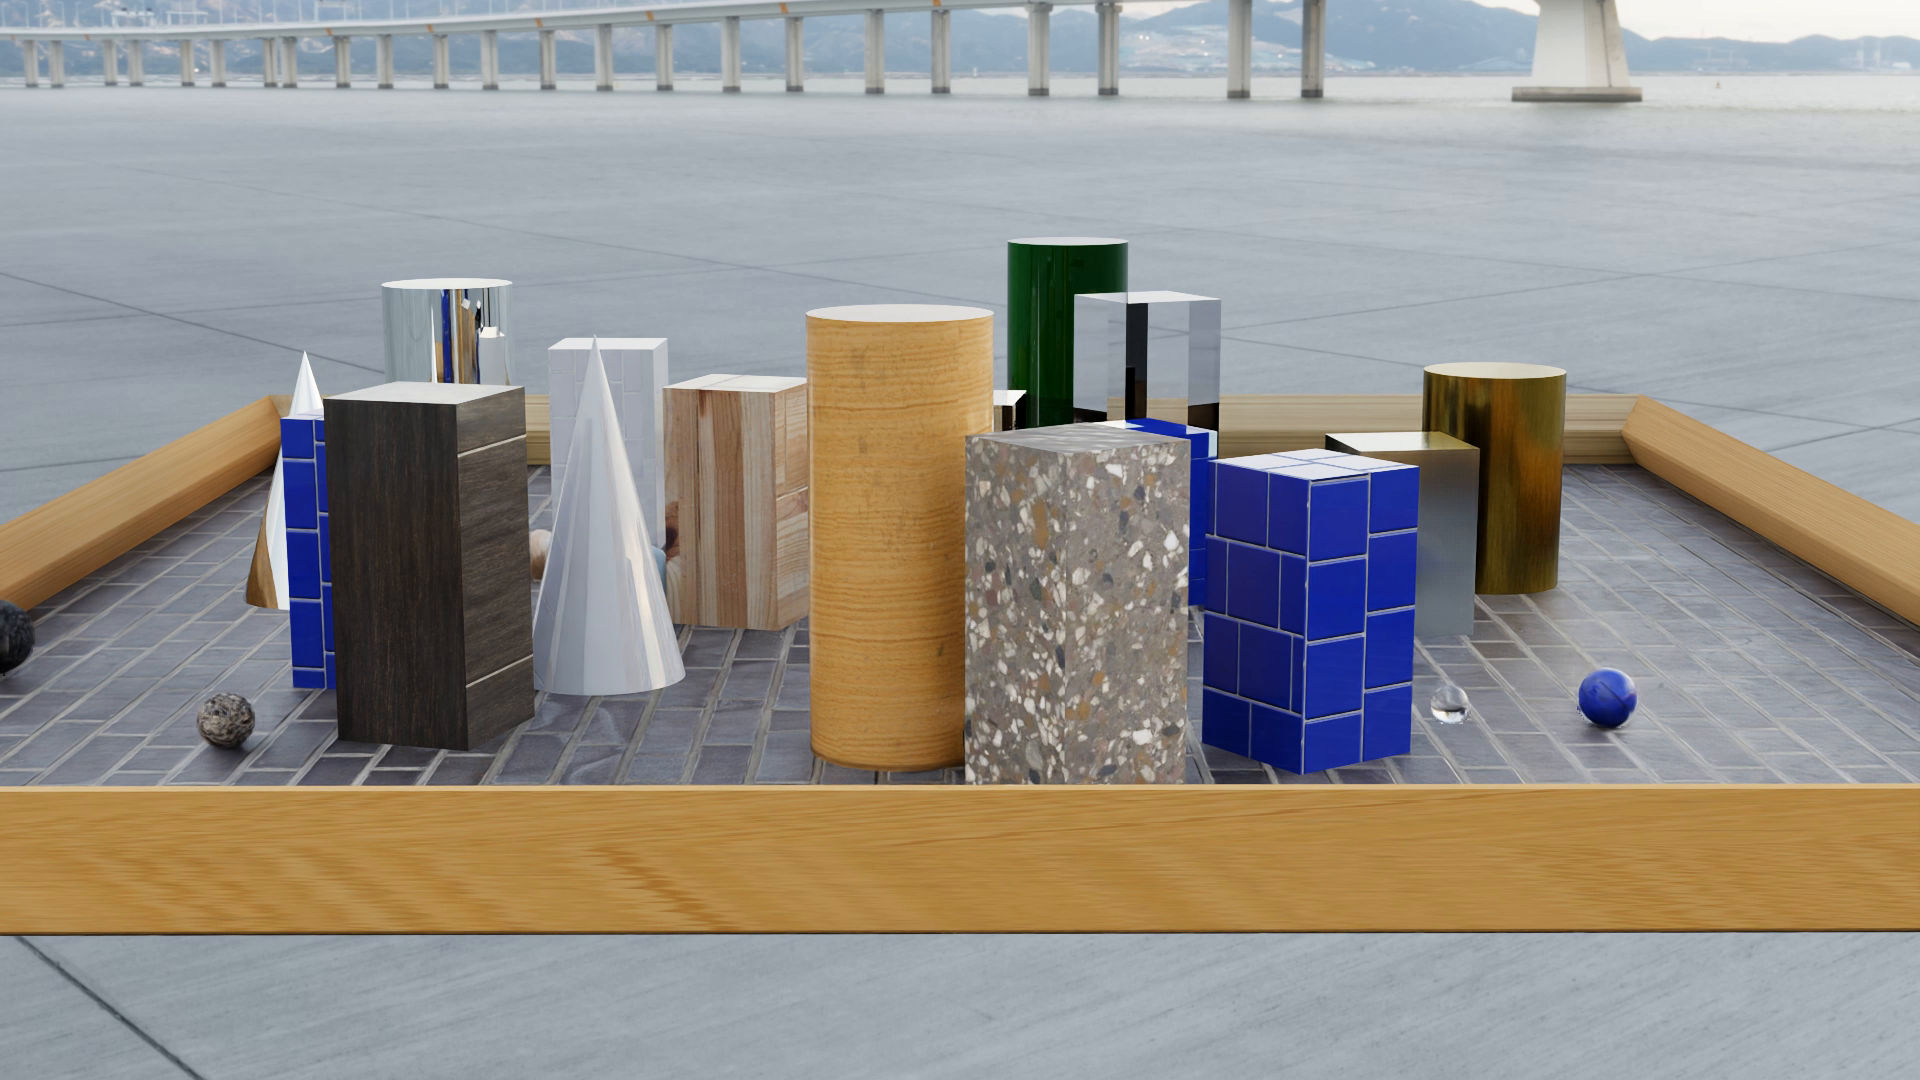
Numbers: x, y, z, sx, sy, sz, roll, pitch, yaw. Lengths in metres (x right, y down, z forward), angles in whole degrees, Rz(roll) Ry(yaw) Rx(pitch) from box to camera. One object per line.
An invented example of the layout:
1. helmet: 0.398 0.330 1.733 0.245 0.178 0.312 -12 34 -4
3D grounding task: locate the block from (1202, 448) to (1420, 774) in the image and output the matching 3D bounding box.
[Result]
1. block: 0.373 0.072 2.746 0.158 0.310 0.158 -7 13 -34

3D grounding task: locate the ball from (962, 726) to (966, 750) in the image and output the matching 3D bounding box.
1. ball: 0.038 0.206 2.677 0.071 0.071 0.071 0 10 0

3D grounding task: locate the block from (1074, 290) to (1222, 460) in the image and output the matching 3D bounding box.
1. block: 0.275 -0.166 3.808 0.158 0.390 0.158 -5 12 -25

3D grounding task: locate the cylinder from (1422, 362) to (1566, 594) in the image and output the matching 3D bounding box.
1. cylinder: 0.753 -0.091 3.642 0.197 0.303 0.197 0 10 0

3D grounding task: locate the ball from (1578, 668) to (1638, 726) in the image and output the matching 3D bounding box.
1. ball: 0.722 0.175 2.859 0.065 0.065 0.065 0 10 0

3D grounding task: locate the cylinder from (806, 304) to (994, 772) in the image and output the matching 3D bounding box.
1. cylinder: -0.063 -0.007 2.733 0.197 0.470 0.197 0 10 0

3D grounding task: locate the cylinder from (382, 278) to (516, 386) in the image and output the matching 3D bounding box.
1. cylinder: -0.787 -0.199 3.972 0.197 0.396 0.197 0 10 0

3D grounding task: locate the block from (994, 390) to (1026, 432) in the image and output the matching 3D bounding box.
1. block: 0.004 -0.062 3.566 0.158 0.275 0.158 1 11 8

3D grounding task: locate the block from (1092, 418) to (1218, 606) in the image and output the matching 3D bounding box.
1. block: 0.240 -0.035 3.525 0.158 0.237 0.158 -6 12 -31

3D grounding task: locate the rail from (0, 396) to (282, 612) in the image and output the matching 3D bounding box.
1. rail: -1.240 0.034 3.442 0.045 0.128 2.609 0 10 0

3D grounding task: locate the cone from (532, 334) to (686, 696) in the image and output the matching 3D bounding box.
1. cone: -0.431 -0.040 3.062 0.197 0.415 0.197 0 10 0

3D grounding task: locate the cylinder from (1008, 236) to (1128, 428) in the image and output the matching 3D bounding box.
1. cylinder: 0.176 -0.268 4.214 0.197 0.444 0.197 0 10 0

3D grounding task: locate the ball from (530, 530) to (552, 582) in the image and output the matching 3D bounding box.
1. ball: -0.599 0.022 3.661 0.074 0.074 0.074 0 10 0

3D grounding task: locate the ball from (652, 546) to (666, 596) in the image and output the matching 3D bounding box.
1. ball: -0.426 0.054 3.422 0.098 0.098 0.098 0 10 0

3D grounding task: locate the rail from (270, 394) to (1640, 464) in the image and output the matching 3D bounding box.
1. rail: -0.007 -0.200 4.708 2.527 0.128 0.045 0 10 0

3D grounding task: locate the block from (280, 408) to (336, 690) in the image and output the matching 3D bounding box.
1. block: -0.695 0.006 3.072 0.158 0.321 0.158 3 11 14

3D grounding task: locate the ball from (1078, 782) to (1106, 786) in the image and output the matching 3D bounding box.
1. ball: 0.126 0.258 2.434 0.058 0.058 0.058 0 10 0

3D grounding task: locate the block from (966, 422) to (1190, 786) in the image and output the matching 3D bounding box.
1. block: 0.116 0.078 2.567 0.158 0.364 0.158 -8 13 -37

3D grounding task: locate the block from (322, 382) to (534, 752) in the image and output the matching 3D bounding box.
1. block: -0.580 0.024 2.821 0.158 0.376 0.158 3 11 17

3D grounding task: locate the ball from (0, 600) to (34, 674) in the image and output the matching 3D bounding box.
1. ball: -1.169 0.117 3.101 0.091 0.091 0.091 0 10 0

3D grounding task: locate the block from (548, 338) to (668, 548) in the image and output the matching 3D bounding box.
1. block: -0.534 -0.146 3.926 0.158 0.309 0.158 0 10 1

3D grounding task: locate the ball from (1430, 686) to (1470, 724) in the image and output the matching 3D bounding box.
1. ball: 0.549 0.184 2.873 0.043 0.043 0.043 0 10 0

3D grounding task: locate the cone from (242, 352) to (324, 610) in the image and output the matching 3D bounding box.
1. cone: -0.897 -0.091 3.541 0.197 0.341 0.197 0 10 0

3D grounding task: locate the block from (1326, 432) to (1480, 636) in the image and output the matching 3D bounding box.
1. block: 0.575 -0.009 3.366 0.158 0.243 0.158 -2 11 -8

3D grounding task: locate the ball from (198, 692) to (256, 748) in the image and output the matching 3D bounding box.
1. ball: -0.792 0.194 2.769 0.060 0.060 0.060 0 10 0

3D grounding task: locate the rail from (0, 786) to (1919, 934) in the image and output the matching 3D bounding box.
1. rail: 0.007 0.266 2.190 2.527 0.128 0.045 0 10 0

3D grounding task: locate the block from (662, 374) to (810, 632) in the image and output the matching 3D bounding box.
1. block: -0.287 -0.053 3.414 0.158 0.313 0.158 3 11 18

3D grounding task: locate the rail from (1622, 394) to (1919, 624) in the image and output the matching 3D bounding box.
1. rail: 1.240 0.032 3.456 0.045 0.128 2.609 0 10 0
